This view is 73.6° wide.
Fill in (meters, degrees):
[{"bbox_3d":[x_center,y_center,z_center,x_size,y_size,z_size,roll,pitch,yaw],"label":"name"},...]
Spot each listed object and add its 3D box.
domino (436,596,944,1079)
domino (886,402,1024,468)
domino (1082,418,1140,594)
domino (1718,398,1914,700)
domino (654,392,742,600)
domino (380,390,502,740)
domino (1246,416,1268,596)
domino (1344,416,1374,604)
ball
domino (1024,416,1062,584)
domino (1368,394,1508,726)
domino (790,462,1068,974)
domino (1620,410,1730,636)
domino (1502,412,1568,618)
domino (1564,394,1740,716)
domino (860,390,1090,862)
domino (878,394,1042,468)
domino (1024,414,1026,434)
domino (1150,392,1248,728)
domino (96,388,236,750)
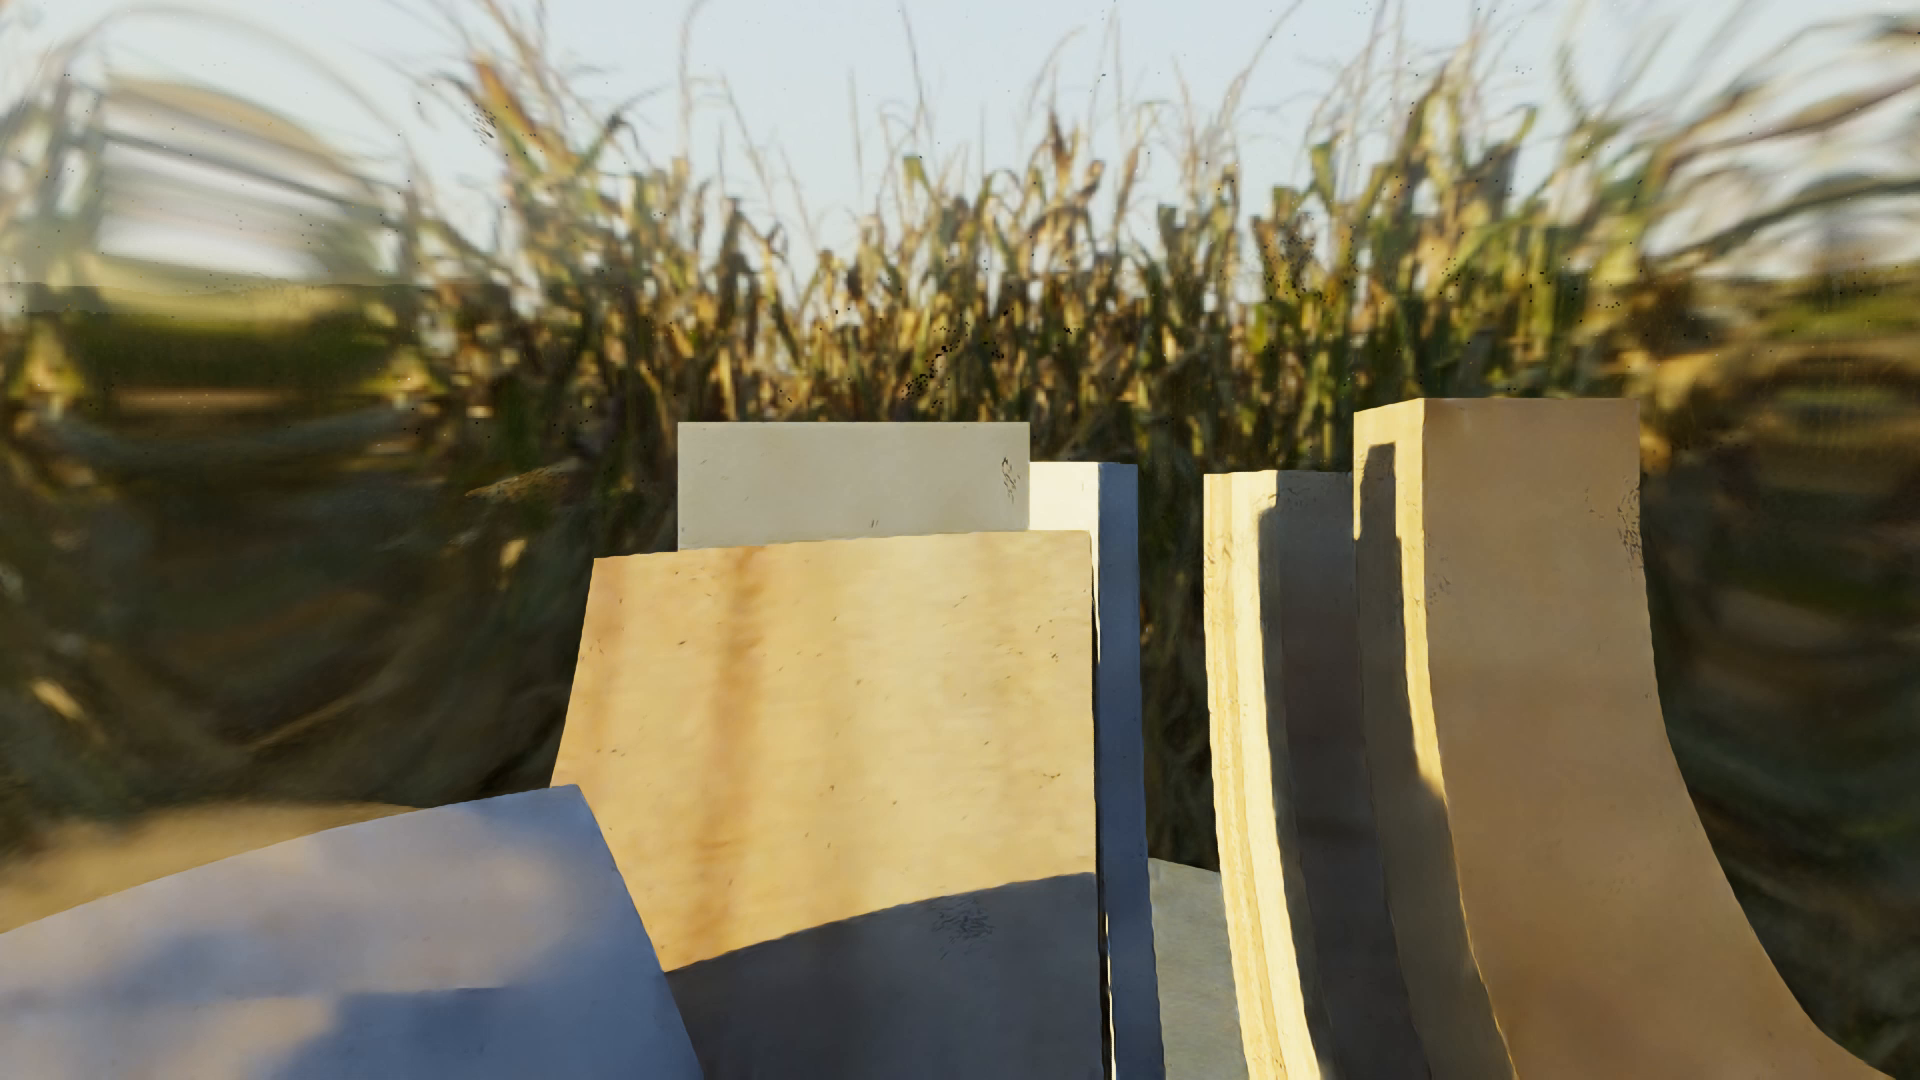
[{"bbox_3d":[-0.020,0.021,0.085,0.025,0.009,0.050,-1,30,-18],"label":"domino"},{"bbox_3d":[-0.001,0.000,0.239,0.025,0.050,0.010,0,4,-1],"label":"domino"},{"bbox_3d":[0.044,-0.011,0.375,0.010,0.050,0.025,-1,4,-11],"label":"domino"},{"bbox_3d":[0.150,0.001,0.225,0.010,0.050,0.025,-3,5,-31],"label":"domino"},{"bbox_3d":[-0.040,0.003,0.199,0.010,0.050,0.025,0,4,-3],"label":"domino"},{"bbox_3d":[-0.078,0.003,0.196,0.010,0.050,0.025,0,4,-5],"label":"domino"},{"bbox_3d":[0.082,-0.010,0.371,0.010,0.050,0.025,2,5,22],"label":"domino"},{"bbox_3d":[0.115,-0.009,0.351,0.010,0.050,0.025,3,5,37],"label":"domino"},{"bbox_3d":[0.002,-0.005,0.045,0.080,0.080,0.080,0,4,0],"label":"ball"},{"bbox_3d":[0.014,-0.009,0.352,0.025,0.050,0.010,2,5,28],"label":"domino"},{"bbox_3d":[0.076,0.002,0.205,0.009,0.050,0.025,-1,4,-7],"label":"domino"},{"bbox_3d":[-0.003,0.014,0.116,0.025,0.010,0.050,-2,45,5],"label":"domino"},{"bbox_3d":[0.165,-0.004,0.293,0.025,0.050,0.010,-2,5,-26],"label":"domino"},{"bbox_3d":[0.143,-0.007,0.325,0.025,0.050,0.009,-4,6,-40],"label":"domino"},{"bbox_3d":[0.114,0.002,0.212,0.010,0.050,0.025,-1,4,-14],"label":"domino"},{"bbox_3d":[0.001,0.008,0.138,0.025,0.050,0.009,0,-25,6],"label":"domino"},{"bbox_3d":[0.000,0.002,0.201,0.025,0.050,0.010,0,4,0],"label":"domino"},{"bbox_3d":[0.003,-0.006,0.316,0.025,0.050,0.009,1,4,11],"label":"domino"},{"bbox_3d":[0.037,0.002,0.202,0.009,0.050,0.025,0,4,-2],"label":"domino"},{"bbox_3d":[-0.116,0.003,0.189,0.010,0.050,0.025,-1,4,-16],"label":"domino"}]
